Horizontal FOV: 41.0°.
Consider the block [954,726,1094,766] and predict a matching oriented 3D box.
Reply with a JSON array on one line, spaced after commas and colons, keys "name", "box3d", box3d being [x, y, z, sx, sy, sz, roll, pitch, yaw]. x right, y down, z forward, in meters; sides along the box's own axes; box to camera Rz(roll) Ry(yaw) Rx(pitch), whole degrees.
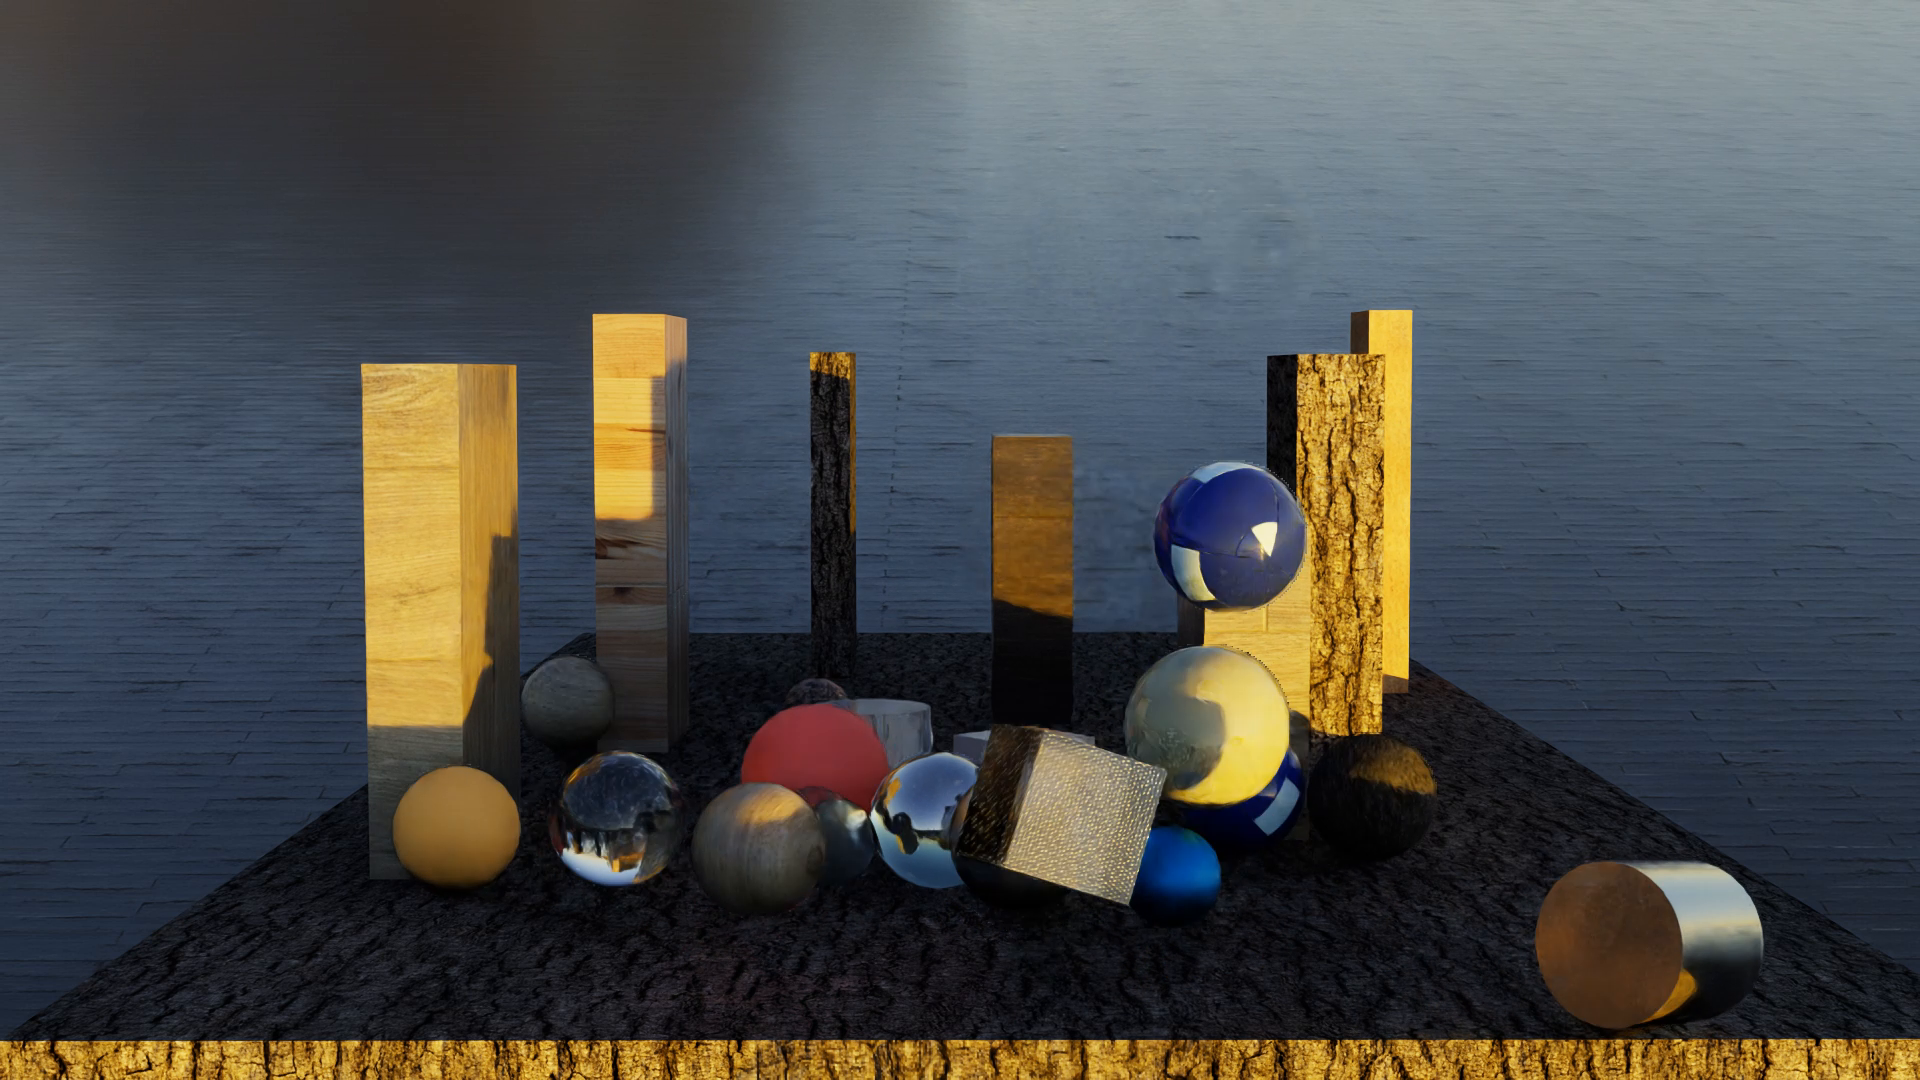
[{"name": "block", "box3d": [0.091, 0.350, 3.664, 0.142, 0.142, 0.142, -3, 5, -39]}]

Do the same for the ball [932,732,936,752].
[{"name": "ball", "box3d": [-0.104, 0.328, 4.094, 0.130, 0.130, 0.130, 0, 20, 0]}]

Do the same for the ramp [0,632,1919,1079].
[{"name": "ramp", "box3d": [0.046, 0.415, 4.536, 2.000, 0.100, 4.000, 0, 4, 0]}]

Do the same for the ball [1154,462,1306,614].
[{"name": "ball", "box3d": [0.307, -0.003, 2.922, 0.173, 0.173, 0.173, 0, 20, 0]}]

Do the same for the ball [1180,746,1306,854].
[{"name": "ball", "box3d": [0.386, 0.341, 3.526, 0.177, 0.177, 0.177, 0, 20, 0]}]

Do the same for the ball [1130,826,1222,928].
[{"name": "ball", "box3d": [0.251, 0.400, 3.055, 0.120, 0.120, 0.120, 0, 20, 0]}]

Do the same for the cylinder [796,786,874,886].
[{"name": "cylinder", "box3d": [-0.178, 0.386, 3.355, 0.111, 0.111, 0.111, -6, 5, -17]}]

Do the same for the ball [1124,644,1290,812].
[{"name": "ball", "box3d": [0.301, 0.230, 3.138, 0.203, 0.203, 0.203, 0, 20, 0]}]

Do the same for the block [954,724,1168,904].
[{"name": "block", "box3d": [0.114, 0.312, 2.938, 0.158, 0.158, 0.158, 19, -7, -19]}]

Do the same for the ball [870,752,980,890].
[{"name": "ball", "box3d": [-0.028, 0.358, 3.281, 0.175, 0.175, 0.175, 0, 20, 0]}]

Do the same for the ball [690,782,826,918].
[{"name": "ball", "box3d": [-0.244, 0.375, 3.115, 0.164, 0.164, 0.164, 0, 20, 0]}]

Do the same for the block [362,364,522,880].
[{"name": "block", "box3d": [-0.708, 0.094, 3.544, 0.123, 0.670, 0.441, 0, 4, 0]}]

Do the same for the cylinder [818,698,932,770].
[{"name": "cylinder", "box3d": [-0.130, 0.329, 3.713, 0.177, 0.177, 0.177, 0, 4, 0]}]

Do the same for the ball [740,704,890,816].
[{"name": "ball", "box3d": [-0.200, 0.327, 3.533, 0.205, 0.205, 0.205, 0, 20, 0]}]

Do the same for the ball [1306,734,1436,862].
[{"name": "ball", "box3d": [0.555, 0.348, 3.468, 0.172, 0.172, 0.172, 0, 20, 0]}]

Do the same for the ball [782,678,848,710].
[{"name": "ball", "box3d": [-0.254, 0.304, 4.546, 0.120, 0.120, 0.120, 0, 20, 0]}]

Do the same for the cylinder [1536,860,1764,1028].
[{"name": "cylinder", "box3d": [0.689, 0.402, 2.566, 0.162, 0.162, 0.162, 6, 10, -45]}]

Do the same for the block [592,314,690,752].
[{"name": "block", "box3d": [-0.569, -0.021, 4.616, 0.123, 0.759, 0.365, 0, 4, 0]}]

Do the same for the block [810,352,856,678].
[{"name": "block", "box3d": [-0.279, -0.062, 5.680, 0.085, 0.703, 0.320, 0, 4, 0]}]

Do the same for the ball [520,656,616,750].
[{"name": "ball", "box3d": [-0.668, 0.279, 4.379, 0.161, 0.161, 0.161, 0, 20, 0]}]

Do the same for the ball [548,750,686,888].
[{"name": "ball", "box3d": [-0.440, 0.358, 3.292, 0.176, 0.176, 0.176, 0, 20, 0]}]

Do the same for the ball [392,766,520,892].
[{"name": "ball", "box3d": [-0.639, 0.368, 3.261, 0.160, 0.160, 0.160, 0, 20, 0]}]

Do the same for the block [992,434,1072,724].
[{"name": "block", "box3d": [0.137, 0.067, 4.959, 0.148, 0.539, 0.288, 0, 4, 0]}]

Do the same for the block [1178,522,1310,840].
[{"name": "block", "box3d": [0.416, 0.188, 3.817, 0.149, 0.445, 0.422, 0, 4, 0]}]

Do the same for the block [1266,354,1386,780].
[{"name": "block", "box3d": [0.567, 0.054, 4.024, 0.131, 0.686, 0.369, 0, 4, 0]}]

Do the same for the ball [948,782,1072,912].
[{"name": "ball", "box3d": [0.075, 0.365, 3.139, 0.176, 0.176, 0.176, 0, 20, 0]}]

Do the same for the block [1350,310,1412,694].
[{"name": "block", "box3d": [0.878, -0.085, 5.383, 0.088, 0.786, 0.246, 0, 4, 0]}]
